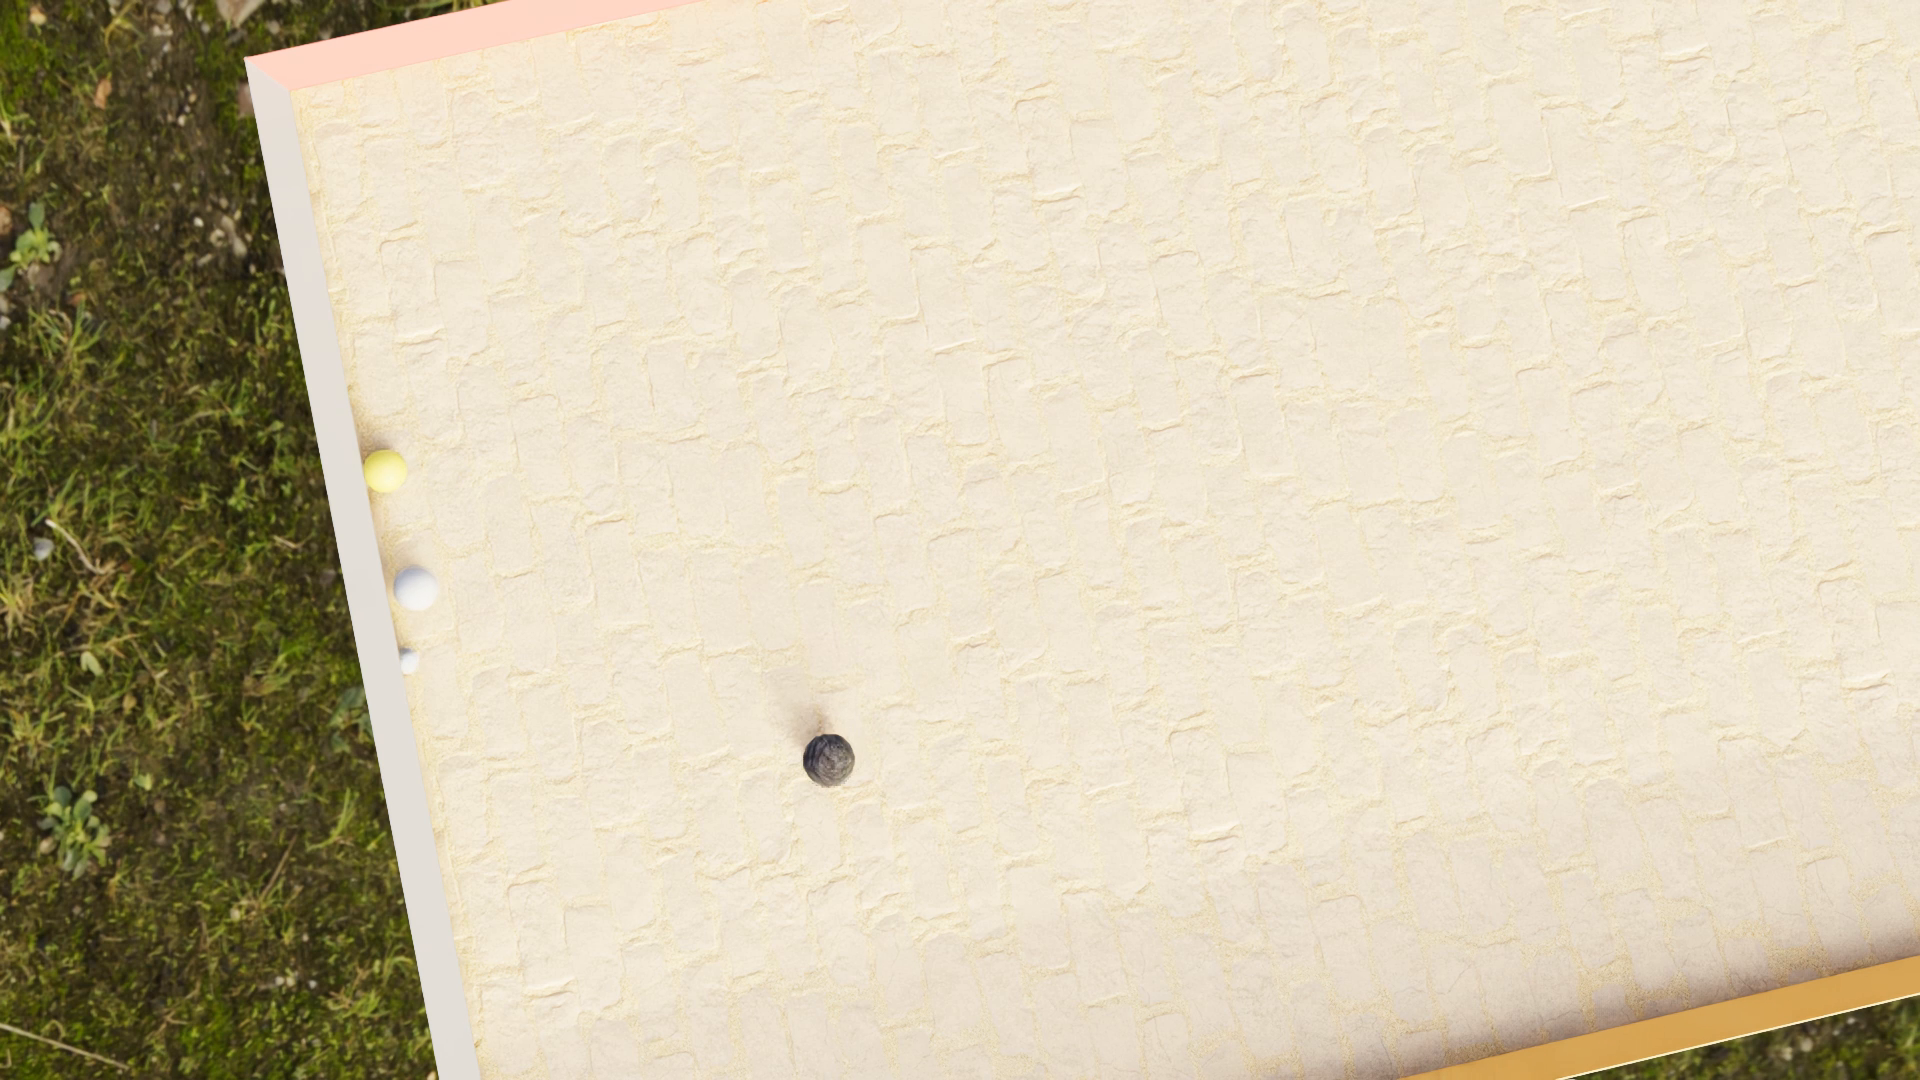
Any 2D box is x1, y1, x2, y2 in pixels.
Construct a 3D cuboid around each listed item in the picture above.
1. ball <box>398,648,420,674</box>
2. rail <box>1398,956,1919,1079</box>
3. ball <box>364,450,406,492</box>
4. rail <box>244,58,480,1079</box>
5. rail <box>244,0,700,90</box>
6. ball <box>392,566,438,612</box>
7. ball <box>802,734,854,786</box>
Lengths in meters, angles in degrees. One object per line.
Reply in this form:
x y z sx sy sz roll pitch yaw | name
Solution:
-0.820 0.179 3.257 0.040 0.040 0.040 0 82 0 | ball
1.073 0.691 3.152 3.553 0.099 0.045 -13 82 -2 | rail
-0.860 -0.103 3.287 0.063 0.063 0.063 0 82 0 | ball
-0.842 0.189 3.225 0.045 0.099 1.895 -13 82 -2 | rail
0.658 -1.091 3.413 3.553 0.099 0.045 -13 82 -2 | rail
-0.806 0.072 3.260 0.066 0.066 0.066 0 82 0 | ball
-0.192 0.321 3.218 0.076 0.076 0.076 0 82 0 | ball
